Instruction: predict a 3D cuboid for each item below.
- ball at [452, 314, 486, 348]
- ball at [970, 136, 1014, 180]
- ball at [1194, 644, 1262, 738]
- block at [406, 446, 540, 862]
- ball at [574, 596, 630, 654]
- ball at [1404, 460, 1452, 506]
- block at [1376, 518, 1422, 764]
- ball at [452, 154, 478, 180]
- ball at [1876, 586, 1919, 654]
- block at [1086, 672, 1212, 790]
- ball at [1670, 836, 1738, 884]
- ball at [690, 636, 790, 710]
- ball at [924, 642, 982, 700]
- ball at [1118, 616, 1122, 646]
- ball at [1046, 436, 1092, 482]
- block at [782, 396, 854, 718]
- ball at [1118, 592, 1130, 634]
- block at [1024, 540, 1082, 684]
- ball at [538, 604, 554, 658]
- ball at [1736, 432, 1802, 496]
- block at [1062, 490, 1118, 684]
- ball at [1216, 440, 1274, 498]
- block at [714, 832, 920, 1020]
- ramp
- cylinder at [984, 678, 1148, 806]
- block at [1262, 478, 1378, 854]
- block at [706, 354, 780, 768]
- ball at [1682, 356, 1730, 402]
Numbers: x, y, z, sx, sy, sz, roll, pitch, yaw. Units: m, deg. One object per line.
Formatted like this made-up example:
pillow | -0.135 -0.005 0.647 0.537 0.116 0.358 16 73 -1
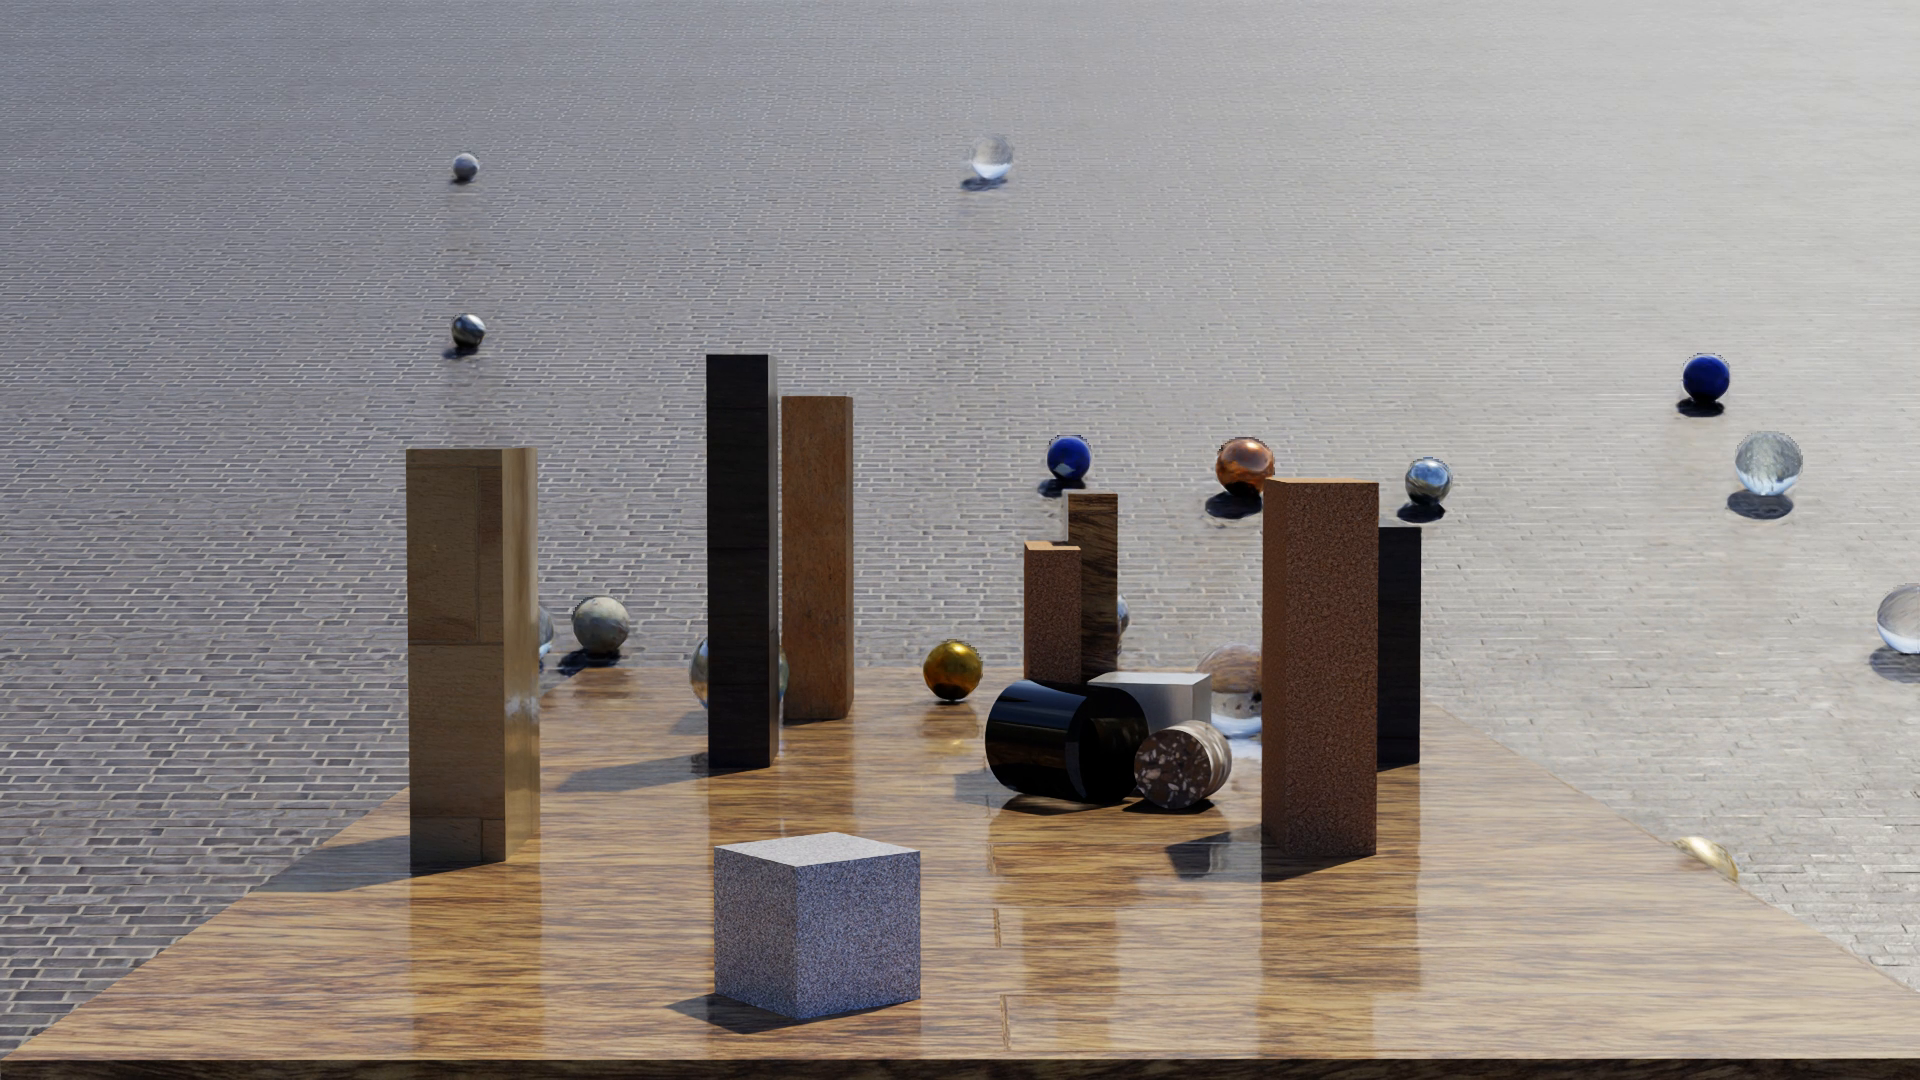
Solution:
ball | -1.764 -0.748 9.230 0.121 0.121 0.121 0 22 0
ball | 0.143 -1.705 11.466 0.194 0.194 0.194 0 22 0
ball | 0.549 0.297 5.075 0.187 0.187 0.187 0 22 0
block | -0.717 0.158 3.809 0.136 0.587 0.308 0 3 0
ball | -0.950 0.225 6.819 0.149 0.149 0.149 0 22 0
ball | 1.419 -0.173 7.801 0.140 0.140 0.140 0 22 0
block | 0.784 0.182 4.913 0.115 0.433 0.427 0 3 0
ball | -2.205 -1.666 11.476 0.113 0.113 0.113 0 22 0
ball | 2.522 0.212 6.811 0.181 0.181 0.181 0 22 0
block | 0.328 0.329 4.452 0.182 0.182 0.182 1 3 15
ball | 1.583 0.731 5.543 0.182 0.182 0.182 0 22 0
ball | -0.458 0.276 5.350 0.206 0.206 0.206 0 22 0
ball | -0.017 0.294 5.760 0.131 0.131 0.131 0 22 0
ball | 0.321 0.232 6.524 0.181 0.181 0.181 0 22 0
ball | 0.339 -0.252 7.994 0.140 0.140 0.140 0 22 0
block | -0.307 0.028 5.597 0.134 0.678 0.400 0 3 0
ball | 0.378 0.201 6.874 0.153 0.153 0.153 0 22 0
block | 0.162 0.212 4.557 0.089 0.407 0.324 0 3 0
ball | -1.151 0.241 6.751 0.171 0.171 0.171 0 22 0
ball | 2.474 -0.232 7.875 0.193 0.193 0.193 0 22 0
block | 0.235 0.160 4.693 0.087 0.498 0.274 0 3 0
ball | 0.872 -0.220 7.868 0.177 0.177 0.177 0 22 0
block | -0.156 0.417 2.810 0.162 0.162 0.162 -2 3 -38
ramp | 0.052 0.467 4.534 2.000 0.100 4.000 0 3 0
cylinder | 0.177 0.333 4.264 0.193 0.193 0.193 -19 15 -39
block | 0.536 0.180 3.851 0.132 0.538 0.289 0 3 0
block | -0.400 0.033 4.757 0.111 0.746 0.246 0 3 0
ball | 2.521 -0.545 8.686 0.157 0.157 0.157 0 22 0
